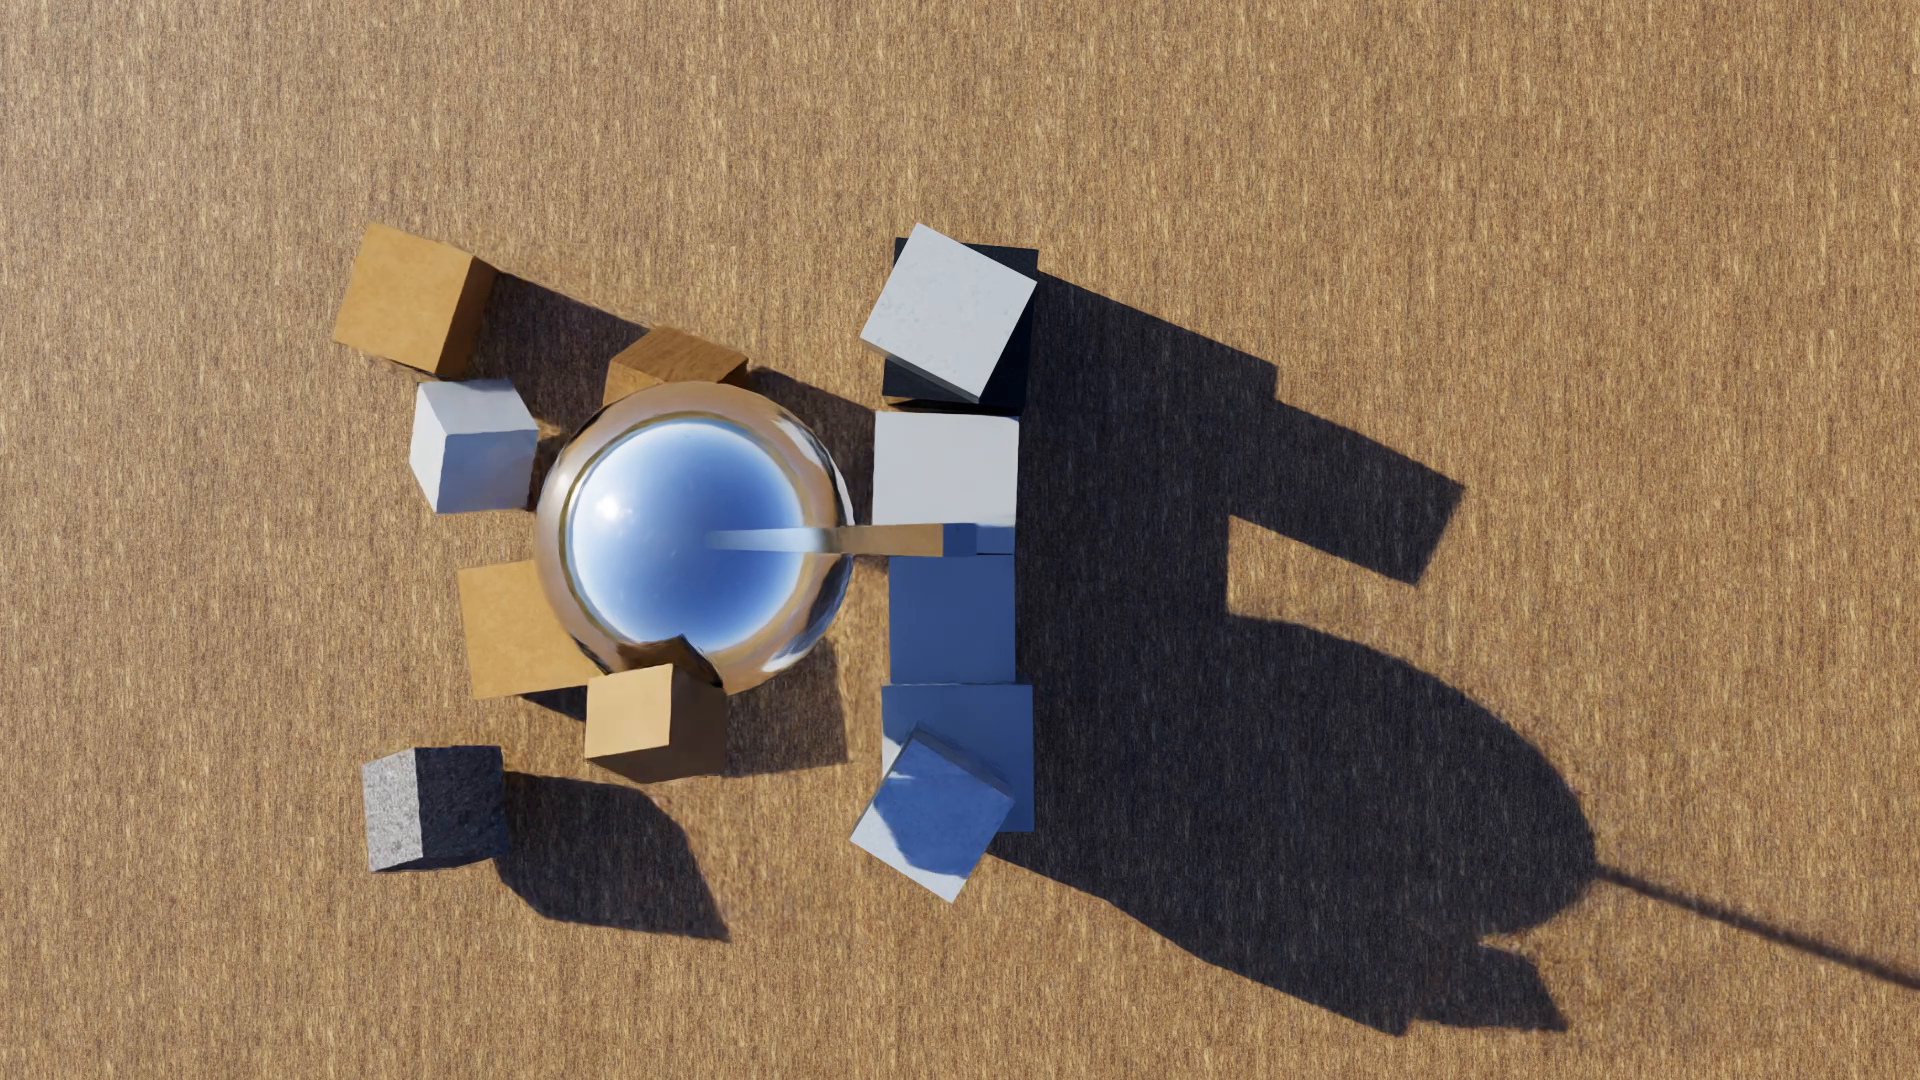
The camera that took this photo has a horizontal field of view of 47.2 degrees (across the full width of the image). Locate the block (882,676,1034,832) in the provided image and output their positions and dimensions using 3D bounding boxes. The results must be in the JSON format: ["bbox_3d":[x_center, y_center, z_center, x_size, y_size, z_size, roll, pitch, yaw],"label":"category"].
[{"bbox_3d":[-0.012,1.210,12.578,0.834,0.843,0.810,-1,90,0],"label":"block"}]

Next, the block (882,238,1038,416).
[{"bbox_3d":[0.002,-1.203,12.584,0.795,0.833,0.880,5,90,0],"label":"block"}]

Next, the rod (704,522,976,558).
[{"bbox_3d":[-0.573,0.000,7.681,0.080,5.200,0.080,0,90,-13],"label":"rod"}]

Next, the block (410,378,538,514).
[{"bbox_3d":[-2.778,-0.538,12.542,0.532,0.523,0.544,-6,129,-30],"label":"block"}]

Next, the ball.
[{"bbox_3d":[-1.321,0.000,10.997,1.600,1.600,1.600,0,90,0],"label":"ball"}]

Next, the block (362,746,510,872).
[{"bbox_3d":[-2.988,1.532,12.535,0.558,0.591,0.614,4,73,-43],"label":"block"}]

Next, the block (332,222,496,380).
[{"bbox_3d":[-3.138,-1.366,12.686,0.611,0.628,0.703,18,90,0],"label":"block"}]

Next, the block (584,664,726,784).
[{"bbox_3d":[-1.450,0.885,10.518,0.469,0.487,0.399,-11,65,24],"label":"block"}]

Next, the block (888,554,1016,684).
[{"bbox_3d":[-0.043,0.445,12.648,0.701,0.705,0.720,-1,90,0],"label":"block"}]

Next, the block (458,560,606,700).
[{"bbox_3d":[-2.385,0.479,12.621,0.739,0.757,0.729,-8,90,0],"label":"block"}]

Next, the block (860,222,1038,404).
[{"bbox_3d":[-0.061,-1.206,11.838,0.703,0.659,0.674,27,90,0],"label":"block"}]

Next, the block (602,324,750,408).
[{"bbox_3d":[-1.644,-0.745,12.518,0.563,0.635,0.653,21,120,11],"label":"block"}]

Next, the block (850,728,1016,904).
[{"bbox_3d":[-0.145,1.465,11.816,0.632,0.682,0.628,32,90,0],"label":"block"}]

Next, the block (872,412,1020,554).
[{"bbox_3d":[-0.083,-0.320,12.636,0.801,0.728,0.768,2,90,0],"label":"block"}]
